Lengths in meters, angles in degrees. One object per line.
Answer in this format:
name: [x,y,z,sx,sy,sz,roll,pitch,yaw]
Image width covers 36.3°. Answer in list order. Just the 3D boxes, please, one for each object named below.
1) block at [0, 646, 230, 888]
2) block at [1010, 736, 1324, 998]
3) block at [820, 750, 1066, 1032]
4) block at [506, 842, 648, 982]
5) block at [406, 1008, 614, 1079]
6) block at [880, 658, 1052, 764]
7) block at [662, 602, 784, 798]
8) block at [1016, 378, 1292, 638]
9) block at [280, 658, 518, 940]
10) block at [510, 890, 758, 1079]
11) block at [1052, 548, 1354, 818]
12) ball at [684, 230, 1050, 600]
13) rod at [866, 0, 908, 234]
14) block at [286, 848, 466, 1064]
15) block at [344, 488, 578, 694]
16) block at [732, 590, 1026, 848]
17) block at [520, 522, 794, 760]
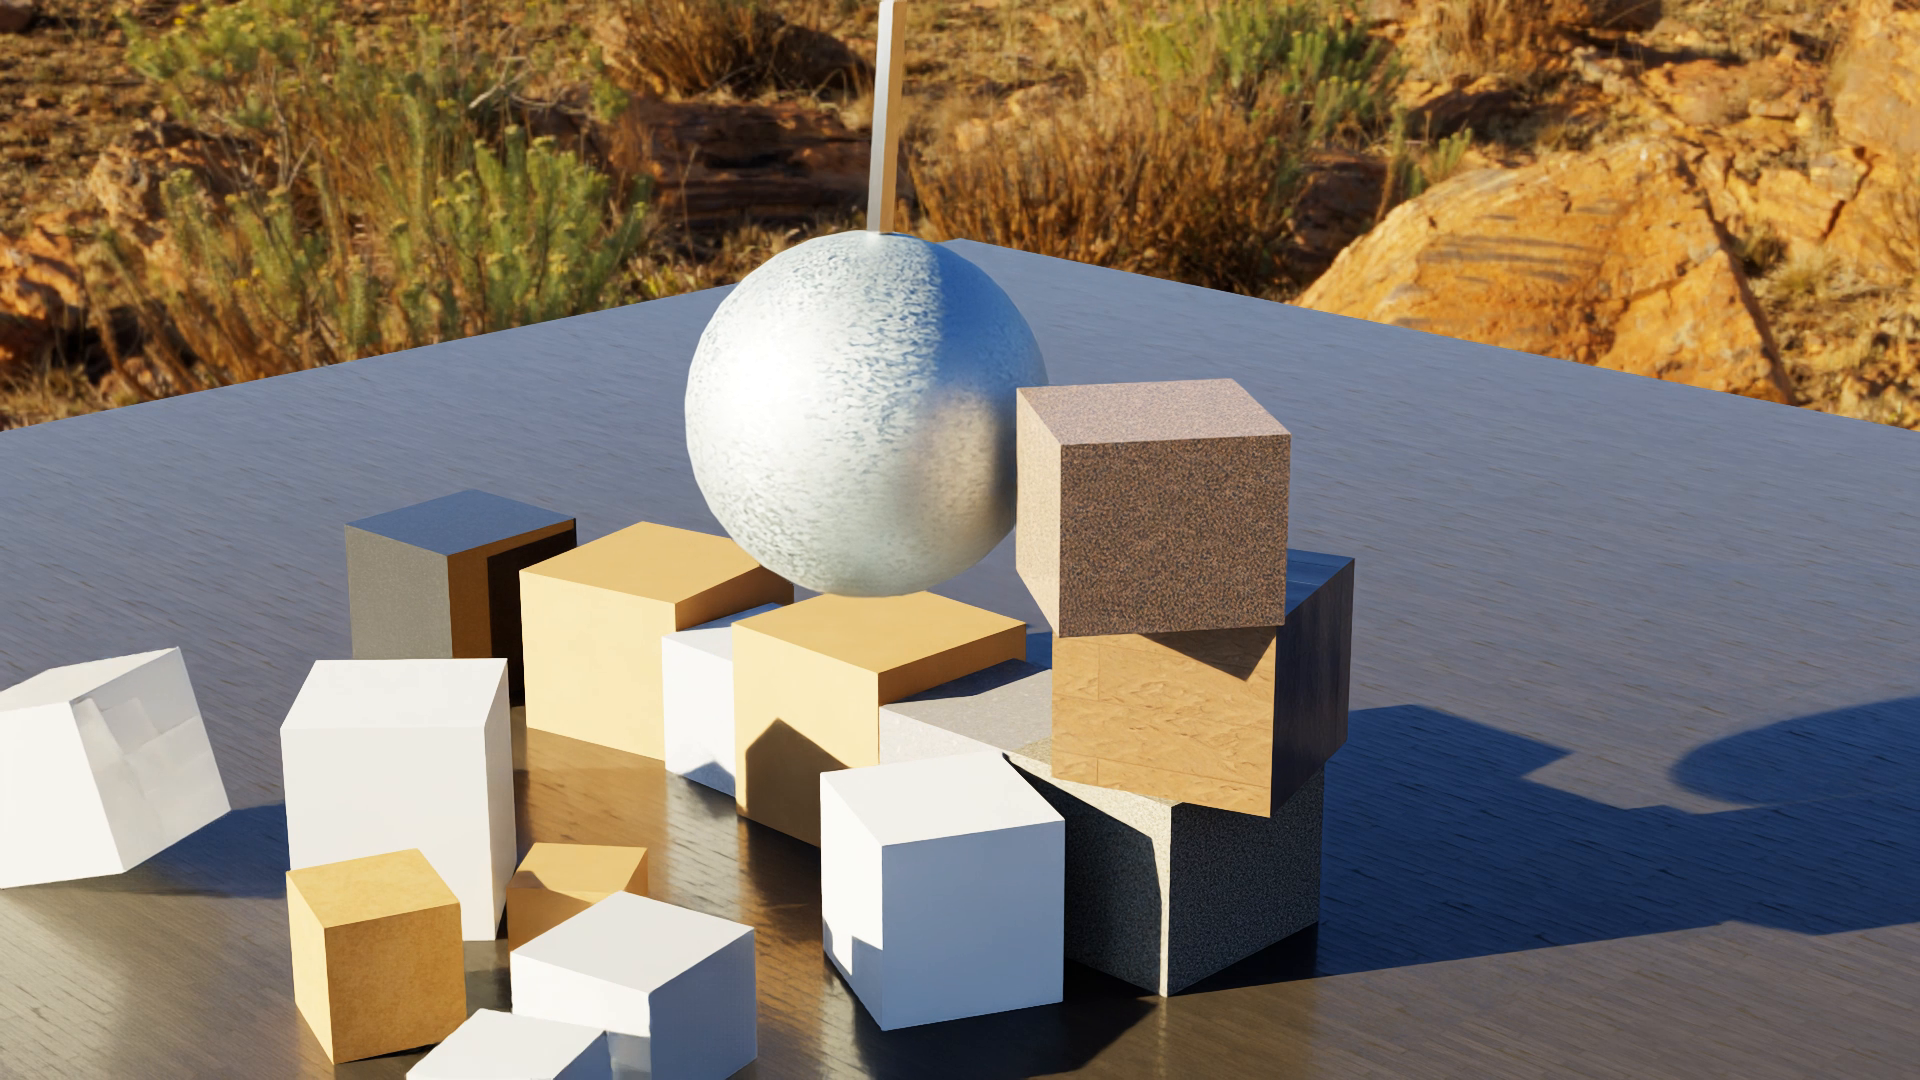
block: [-3.990,1.038,13.395,0.786,0.805,0.773,-9,12,26]
block: [0.901,1.296,12.787,0.898,0.859,1.048,16,23,41]
block: [-0.082,1.457,12.341,0.791,0.820,0.823,-6,18,-19]
block: [-1.625,1.600,12.522,0.496,0.438,0.475,2,18,7]
block: [-1.634,2.089,10.786,0.552,0.478,0.487,4,22,25]
block: [0.252,1.133,13.374,0.847,0.819,0.900,16,23,41]
block: [-0.973,0.805,14.609,0.682,0.705,0.737,16,24,42]
block: [0.761,-0.145,11.861,0.915,0.785,0.888,-3,18,-9]
block: [-2.473,1.146,13.038,0.861,0.996,0.858,-1,17,-2]
block: [-1.278,1.836,11.555,0.673,0.569,0.683,11,20,30]
block: [1.031,0.537,12.386,0.973,0.830,0.960,8,19,25]
ball: [-0.397,-0.543,12.754,1.600,1.600,1.600,0,17,0]
rod: [-0.172,-3.840,11.954,0.080,5.200,0.080,17,19,42]
block: [-2.384,1.689,11.977,0.554,0.595,0.610,-8,19,-25]
block: [-2.688,0.311,15.908,0.853,0.868,0.889,15,23,39]
block: [-0.383,0.856,14.000,0.993,0.973,0.975,16,24,42]
block: [-1.562,0.514,15.287,0.996,0.853,1.016,11,20,31]
